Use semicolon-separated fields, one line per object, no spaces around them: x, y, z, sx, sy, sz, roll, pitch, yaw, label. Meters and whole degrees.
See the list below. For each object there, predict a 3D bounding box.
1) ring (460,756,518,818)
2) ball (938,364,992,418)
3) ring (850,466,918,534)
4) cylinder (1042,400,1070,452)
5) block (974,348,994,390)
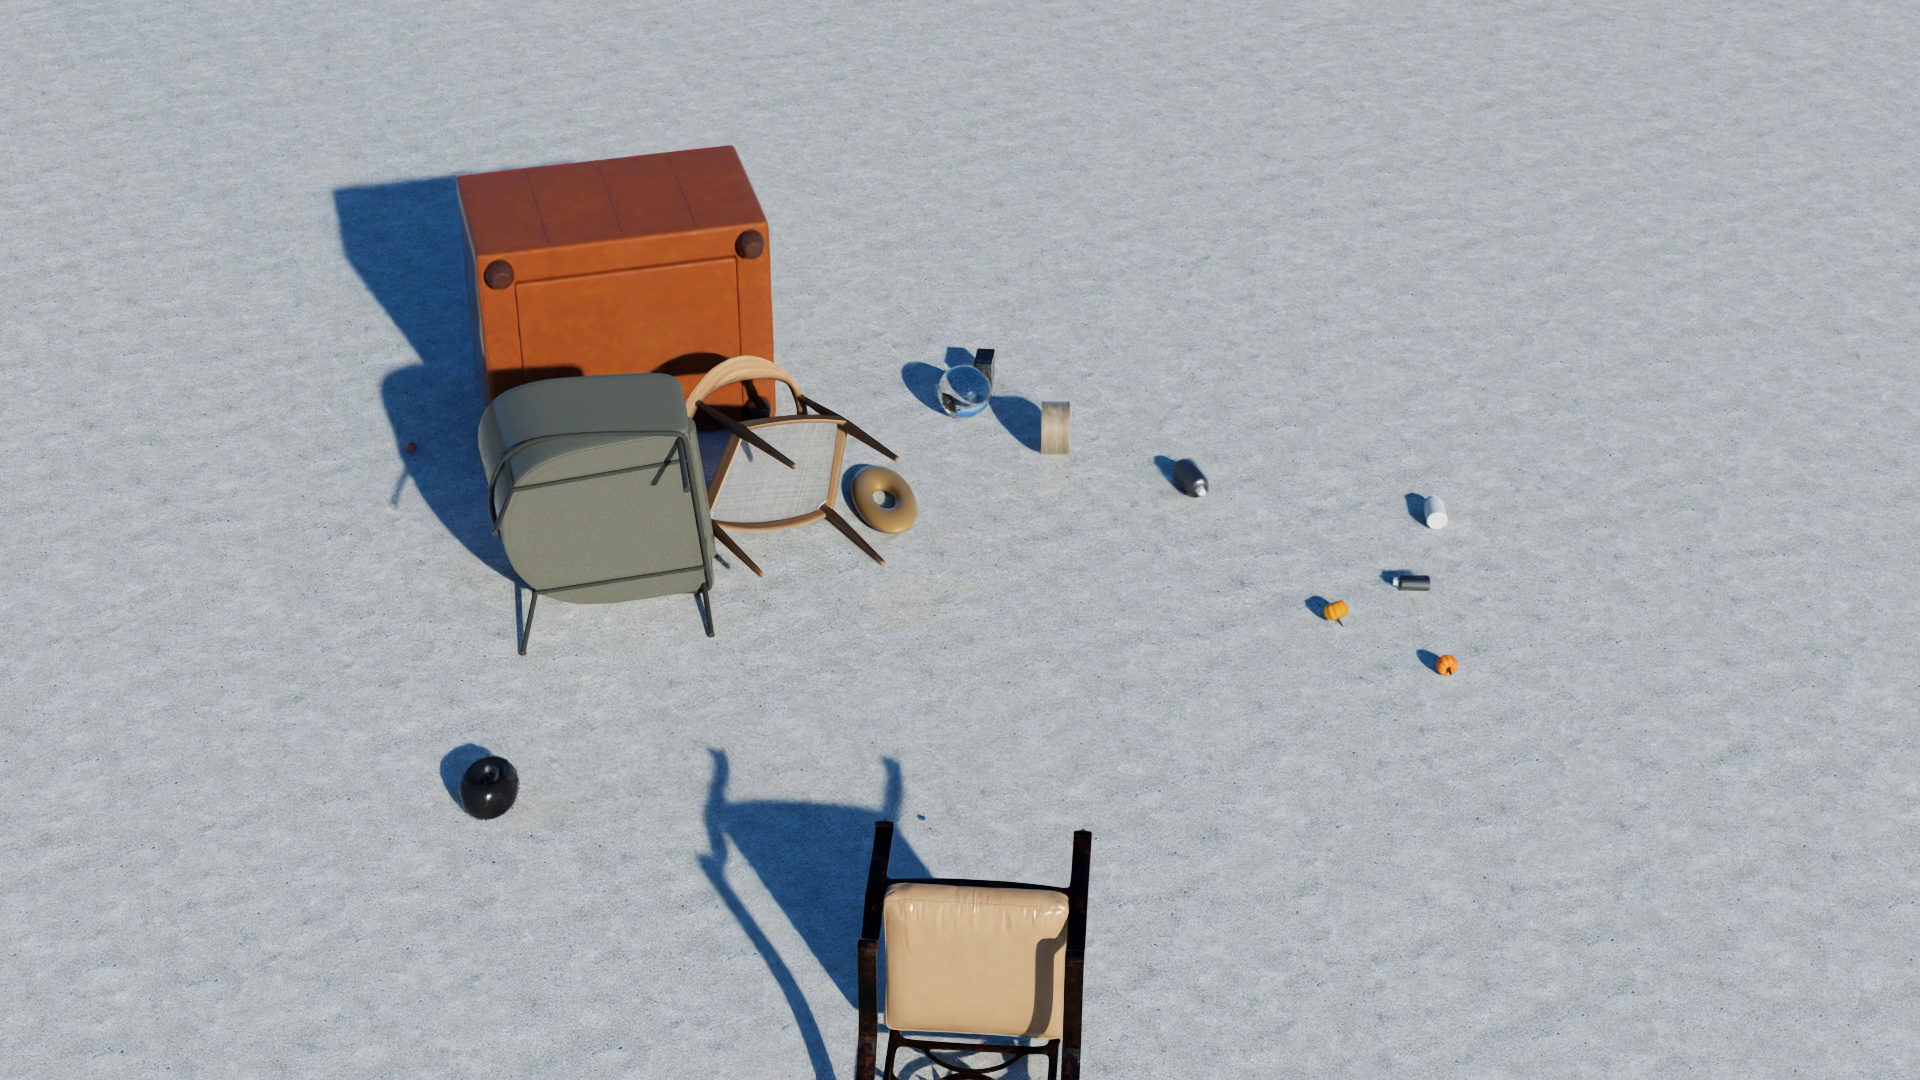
-1.542;0.811;9.599;0.186;0.127;0.244;3;32;9;ring
0.017;-0.588;11.643;0.213;0.213;0.213;0;33;0;ball
-0.289;-0.155;11.124;0.237;0.064;0.473;-7;34;-12;ring
0.373;-0.442;11.427;0.109;0.210;0.201;1;69;2;cylinder
0.098;-0.690;11.879;0.070;0.124;0.126;4;34;6;block
